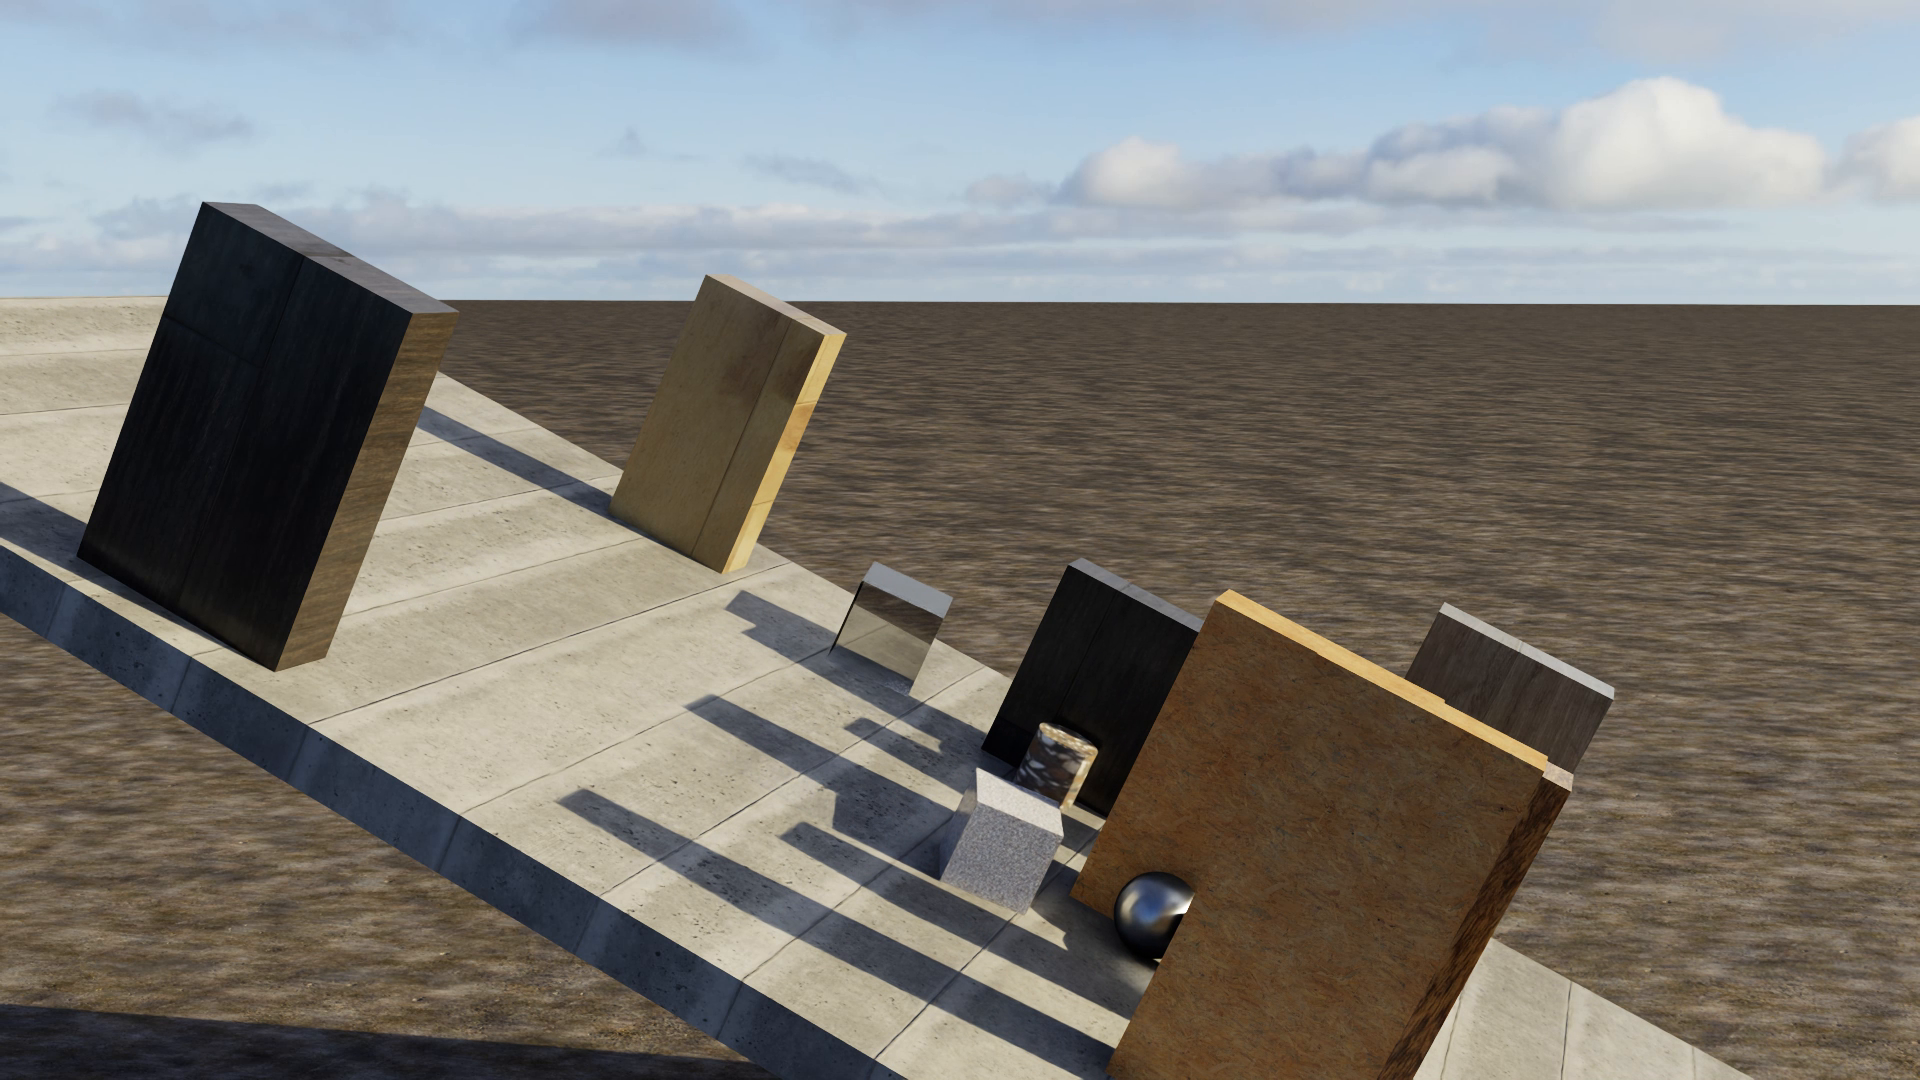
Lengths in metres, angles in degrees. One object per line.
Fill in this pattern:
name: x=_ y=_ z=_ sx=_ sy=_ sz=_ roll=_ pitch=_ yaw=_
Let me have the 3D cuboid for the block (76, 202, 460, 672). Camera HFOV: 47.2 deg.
block: x=-1.098 y=-0.165 z=3.478 sx=0.399 sy=0.619 sz=0.140 roll=28 pitch=14 yaw=12

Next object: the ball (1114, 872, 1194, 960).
ball: x=0.347 y=0.661 z=3.874 sx=0.153 sy=0.153 sz=0.153 roll=0 pitch=7 yaw=0

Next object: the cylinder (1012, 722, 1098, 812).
cylinder: x=0.192 y=0.457 z=4.429 sx=0.130 sy=0.130 sz=0.130 roll=23 pitch=13 yaw=-6

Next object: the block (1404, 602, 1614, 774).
block: x=0.913 y=0.521 z=4.187 sx=0.349 sy=0.715 sz=0.122 roll=28 pitch=14 yaw=12

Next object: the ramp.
ramp: x=-0.262 y=0.446 z=4.169 sx=4.000 sy=0.100 sz=2.000 roll=28 pitch=14 yaw=12

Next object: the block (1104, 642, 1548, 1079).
block: x=0.543 y=0.569 z=3.308 sx=0.360 sy=0.739 sz=0.102 roll=28 pitch=14 yaw=12

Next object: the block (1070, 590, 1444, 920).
block: x=0.529 y=0.465 z=3.948 sx=0.429 sy=0.613 sz=0.138 roll=28 pitch=14 yaw=12

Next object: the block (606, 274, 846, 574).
block: x=-0.524 y=-0.261 z=4.921 sx=0.308 sy=0.587 sz=0.136 roll=28 pitch=14 yaw=12

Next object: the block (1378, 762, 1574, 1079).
block: x=0.726 y=0.622 z=3.582 sx=0.248 sy=0.666 sz=0.120 roll=28 pitch=14 yaw=12

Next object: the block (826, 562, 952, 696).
block: x=-0.148 y=0.189 z=4.725 sx=0.189 sy=0.189 sz=0.189 roll=25 pitch=13 yaw=1

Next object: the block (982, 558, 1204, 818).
block: x=0.332 y=0.331 z=4.504 sx=0.427 sy=0.433 sz=0.115 roll=28 pitch=14 yaw=12

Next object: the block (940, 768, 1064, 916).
block: x=0.071 y=0.530 z=3.871 sx=0.162 sy=0.162 sz=0.162 roll=23 pitch=14 yaw=-6
